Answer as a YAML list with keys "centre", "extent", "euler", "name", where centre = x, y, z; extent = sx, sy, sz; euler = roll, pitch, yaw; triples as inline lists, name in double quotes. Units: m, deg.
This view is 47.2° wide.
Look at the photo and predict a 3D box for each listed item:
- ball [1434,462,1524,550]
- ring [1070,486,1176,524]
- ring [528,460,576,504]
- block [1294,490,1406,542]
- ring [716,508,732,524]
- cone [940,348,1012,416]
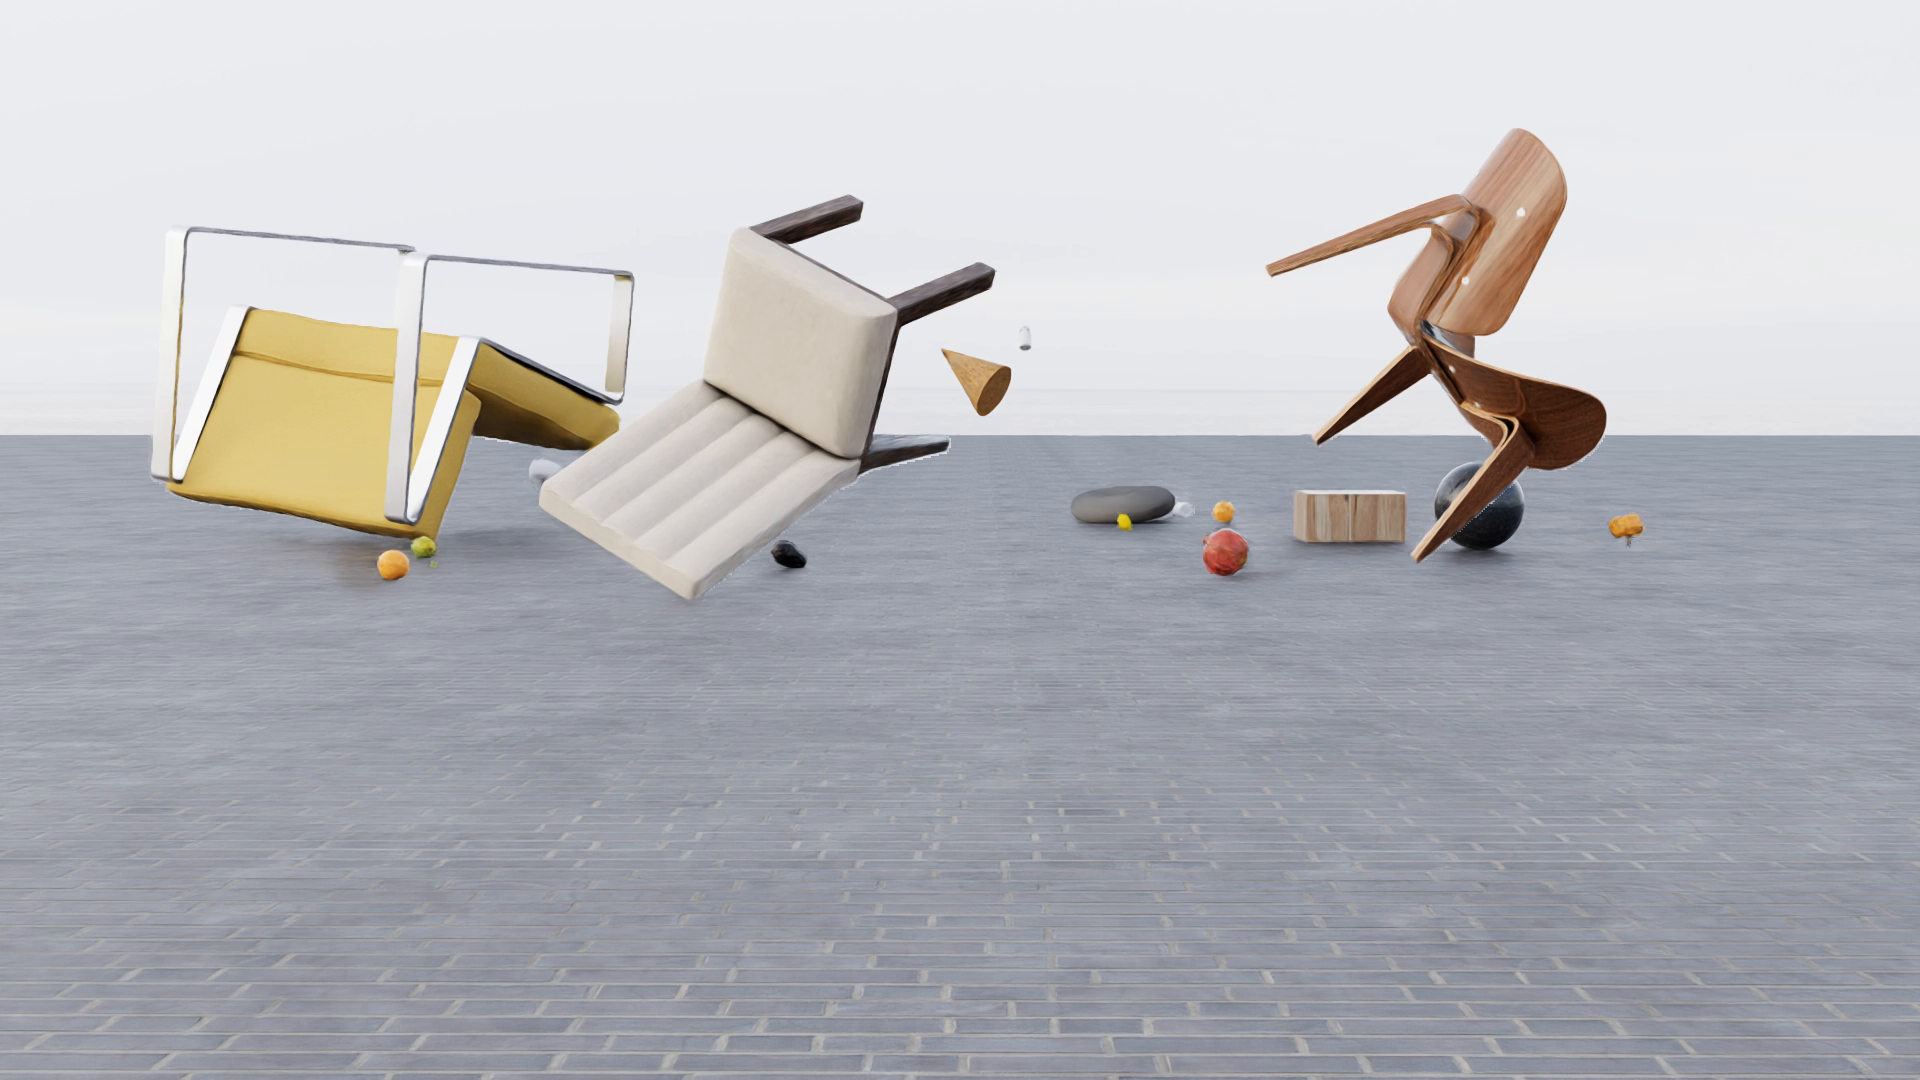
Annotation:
- centre: [1.451, -0.097, 6.145]
  extent: [0.248, 0.248, 0.248]
  euler: [0, 4, 0]
  name: "ball"
- centre: [0.552, -0.120, 7.474]
  extent: [0.343, 0.097, 0.381]
  euler: [-11, 9, -33]
  name: "ring"
- centre: [-1.580, -0.224, 8.532]
  extent: [0.217, 0.066, 0.217]
  euler: [35, -32, 5]
  name: "ring"
- centre: [1.164, -0.073, 6.580]
  extent: [0.298, 0.141, 0.195]
  euler: [0, 4, -3]
  name: "block"
- centre: [-0.788, -0.081, 7.355]
  extent: [0.039, 0.055, 0.049]
  euler: [13, 14, -26]
  name: "ring"
- centre: [0.024, -0.626, 8.052]
  extent: [0.308, 0.214, 0.142]
  euler: [41, 26, 31]
  name: "cone"
